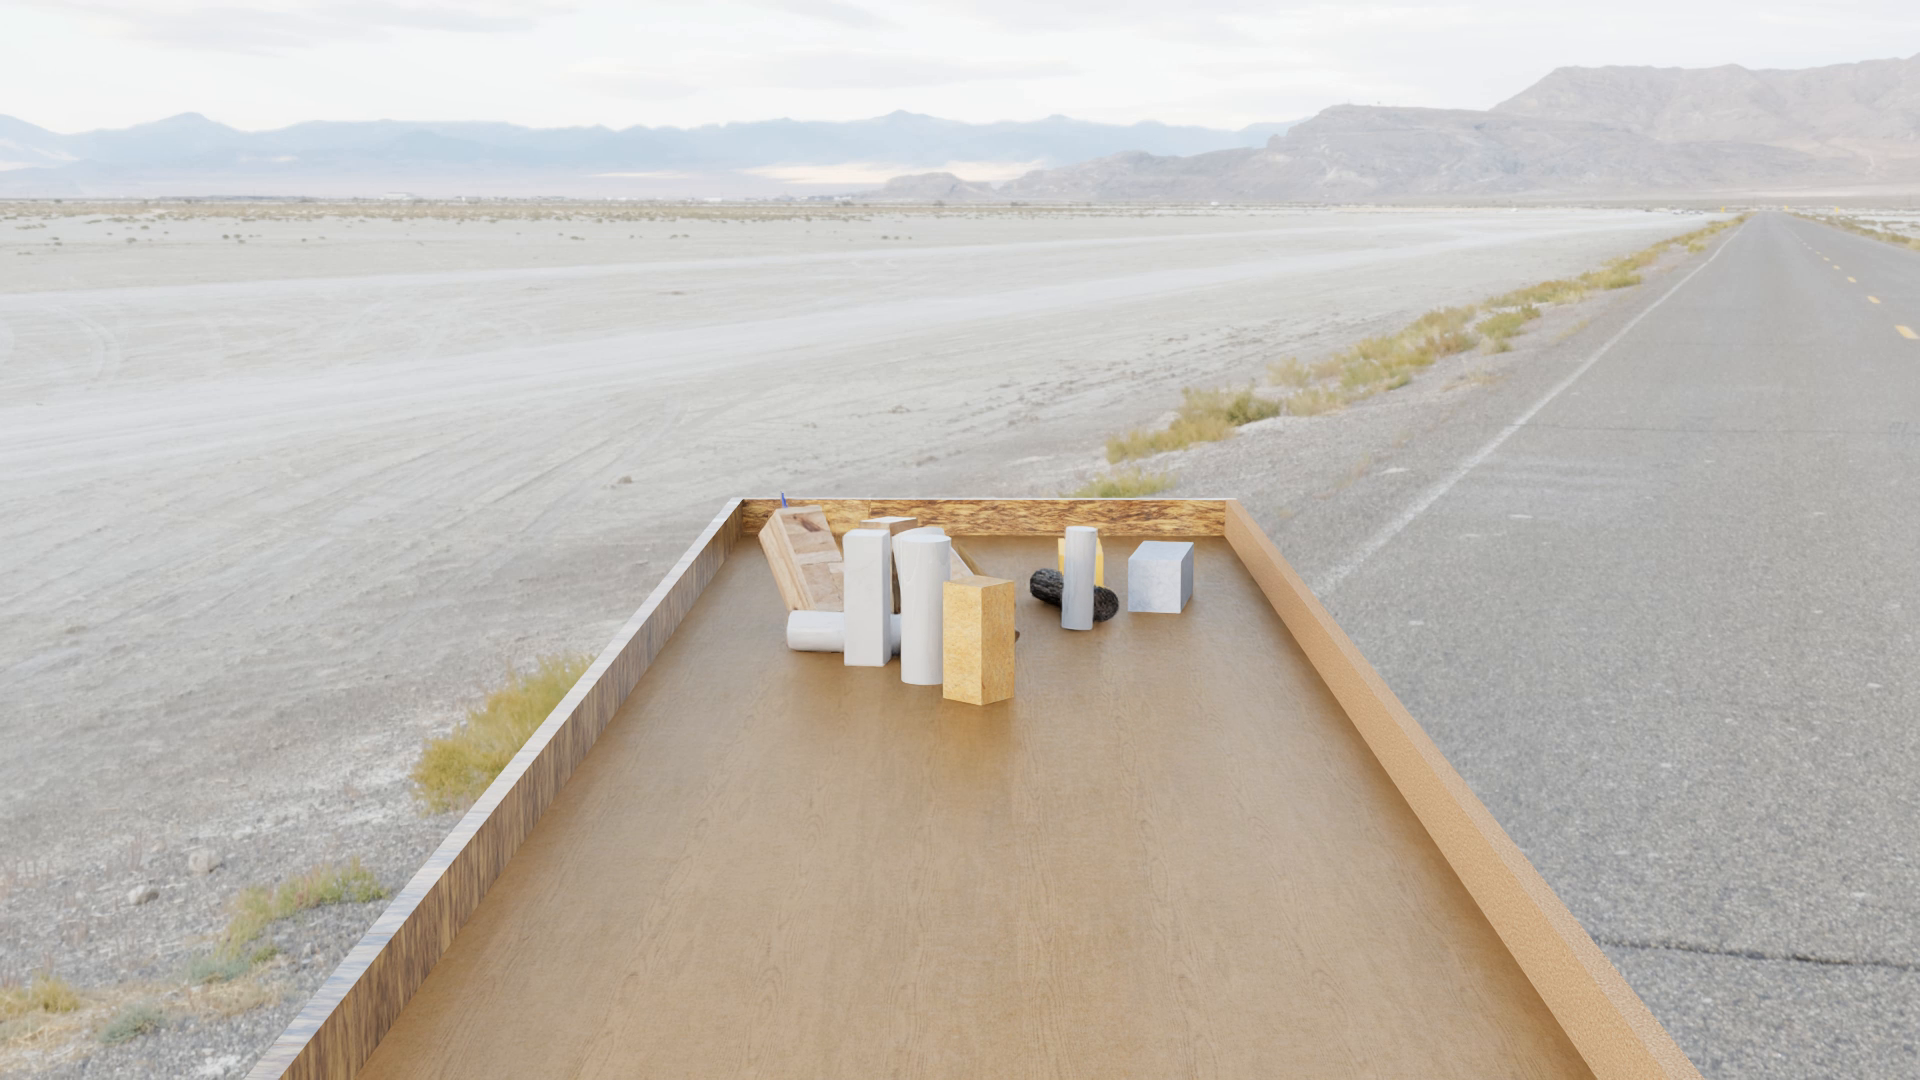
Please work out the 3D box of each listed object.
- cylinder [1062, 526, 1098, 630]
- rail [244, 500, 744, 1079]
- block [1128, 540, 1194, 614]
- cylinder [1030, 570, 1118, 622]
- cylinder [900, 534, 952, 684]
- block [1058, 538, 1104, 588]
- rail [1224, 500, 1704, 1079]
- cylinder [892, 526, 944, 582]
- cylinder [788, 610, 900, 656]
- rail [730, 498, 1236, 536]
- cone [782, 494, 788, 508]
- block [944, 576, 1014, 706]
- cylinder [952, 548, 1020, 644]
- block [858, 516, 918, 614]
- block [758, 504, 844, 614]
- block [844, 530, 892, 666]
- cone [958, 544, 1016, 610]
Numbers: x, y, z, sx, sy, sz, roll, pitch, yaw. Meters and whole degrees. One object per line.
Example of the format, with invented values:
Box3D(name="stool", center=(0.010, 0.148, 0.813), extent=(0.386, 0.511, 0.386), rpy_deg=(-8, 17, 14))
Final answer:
Box3D(name="cylinder", center=(0.389, 0.124, 7.170), extent=(0.103, 0.326, 0.103), rpy_deg=(2, 9, 0))
Box3D(name="rail", center=(-1.004, 0.839, 3.234), extent=(0.050, 0.150, 12.000), rpy_deg=(0, 9, 1))
Box3D(name="block", center=(0.701, 0.125, 7.646), extent=(0.179, 0.179, 0.407), rpy_deg=(2, 9, 12))
Box3D(name="cylinder", center=(0.383, 0.186, 7.484), extent=(0.109, 0.109, 0.438), rpy_deg=(-4, 10, -25))
Box3D(name="cylinder", center=(-0.099, 0.202, 6.404), extent=(0.147, 0.417, 0.147), rpy_deg=(0, 9, 0))
Box3D(name="block", center=(0.431, 0.100, 7.894), extent=(0.152, 0.152, 0.378), rpy_deg=(0, 9, 2))
Box3D(name="rail", center=(1.046, 0.843, 3.208), extent=(0.050, 0.150, 12.000), rpy_deg=(0, 9, 1))
Box3D(name="cylinder", center=(-0.107, 0.135, 7.010), extent=(0.172, 0.316, 0.172), rpy_deg=(-10, -16, -3))
Box3D(name="cylinder", center=(-0.300, 0.288, 6.792), extent=(0.450, 0.126, 0.126), rpy_deg=(2, 9, 11))
Box3D(name="rail", center=(0.099, -0.098, 9.147), extent=(2.100, 0.150, 0.050), rpy_deg=(0, 9, 1))
Box3D(name="cone", center=(-0.547, 0.044, 7.252), extent=(0.117, 0.450, 0.117), rpy_deg=(-12, -8, -2))
Box3D(name="block", center=(0.053, 0.280, 6.183), extent=(0.142, 0.332, 0.142), rpy_deg=(8, 12, 41))
Box3D(name="cylinder", center=(0.028, 0.179, 6.814), extent=(0.113, 0.113, 0.390), rpy_deg=(-9, 52, -46))
Box3D(name="block", center=(-0.226, 0.108, 7.184), extent=(0.137, 0.351, 0.137), rpy_deg=(3, 9, 41))
Box3D(name="block", center=(-0.485, 0.101, 7.081), extent=(0.160, 0.393, 0.160), rpy_deg=(-6, -29, -35))
Box3D(name="block", center=(-0.280, 0.174, 6.641), extent=(0.118, 0.397, 0.118), rpy_deg=(2, 10, 10))
Box3D(name="cone", center=(0.047, 0.121, 7.190), extent=(0.165, 0.165, 0.311), rpy_deg=(-5, 52, -29))
